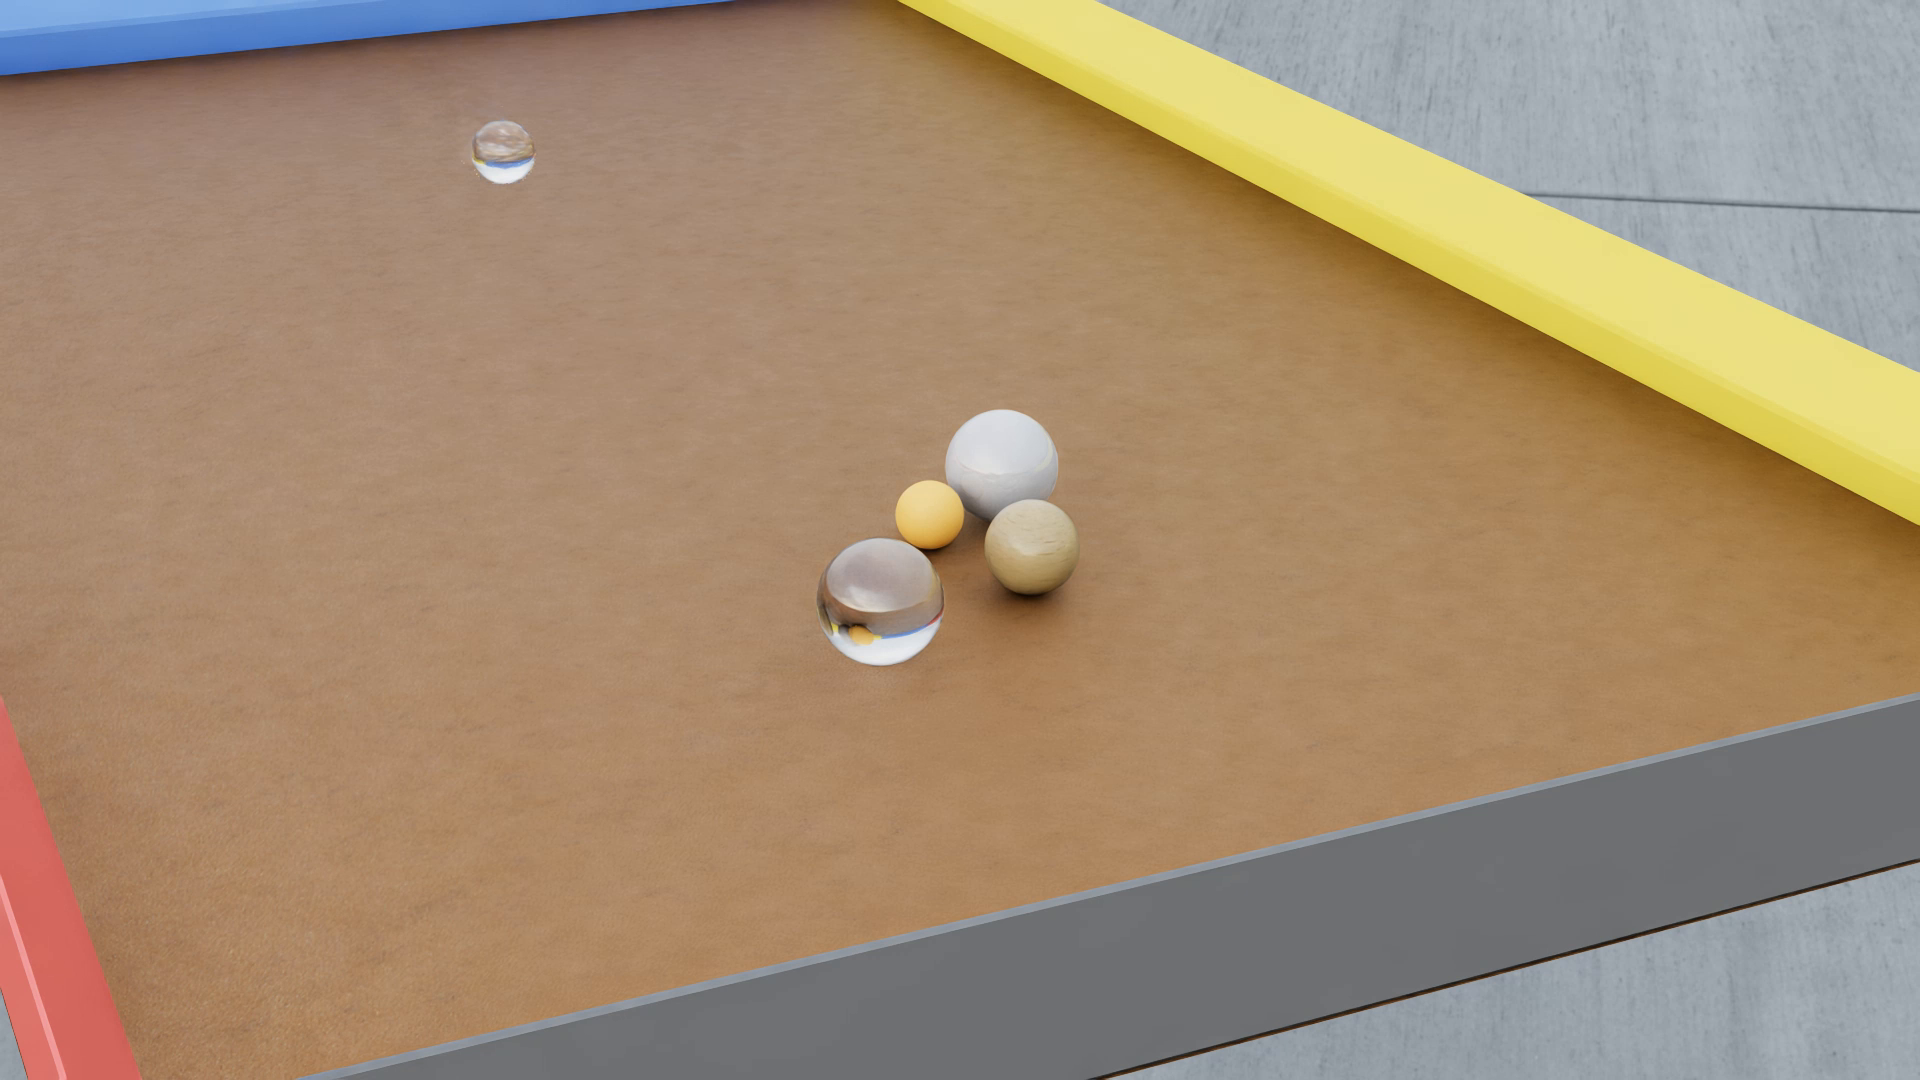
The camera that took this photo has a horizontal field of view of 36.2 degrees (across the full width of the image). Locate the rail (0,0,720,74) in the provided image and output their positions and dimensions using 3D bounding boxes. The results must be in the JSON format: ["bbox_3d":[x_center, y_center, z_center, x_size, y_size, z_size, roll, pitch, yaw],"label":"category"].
[{"bbox_3d":[-0.796,-0.703,3.807,1.503,0.121,0.045,-10,25,-23],"label":"rail"}]

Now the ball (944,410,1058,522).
[{"bbox_3d":[0.034,-0.059,2.355,0.091,0.091,0.091,0,23,0],"label":"ball"}]

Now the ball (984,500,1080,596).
[{"bbox_3d":[0.055,0.006,2.229,0.073,0.073,0.073,0,23,0],"label":"ball"}]

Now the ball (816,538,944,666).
[{"bbox_3d":[-0.057,0.044,2.114,0.093,0.093,0.093,0,23,0],"label":"ball"}]

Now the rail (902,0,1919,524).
[{"bbox_3d":[0.392,-0.372,3.040,0.045,0.121,2.561,-10,25,-23],"label":"rail"}]

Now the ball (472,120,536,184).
[{"bbox_3d":[-0.502,-0.426,3.233,0.070,0.070,0.070,0,23,0],"label":"ball"}]

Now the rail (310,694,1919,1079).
[{"bbox_3d":[0.259,0.201,1.713,1.503,0.121,0.045,-10,25,-23],"label":"rail"}]

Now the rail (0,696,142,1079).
[{"bbox_3d":[-0.929,-0.130,2.479,0.045,0.121,2.561,-10,25,-23],"label":"rail"}]

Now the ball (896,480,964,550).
[{"bbox_3d":[-0.024,-0.020,2.311,0.054,0.054,0.054,0,23,0],"label":"ball"}]
